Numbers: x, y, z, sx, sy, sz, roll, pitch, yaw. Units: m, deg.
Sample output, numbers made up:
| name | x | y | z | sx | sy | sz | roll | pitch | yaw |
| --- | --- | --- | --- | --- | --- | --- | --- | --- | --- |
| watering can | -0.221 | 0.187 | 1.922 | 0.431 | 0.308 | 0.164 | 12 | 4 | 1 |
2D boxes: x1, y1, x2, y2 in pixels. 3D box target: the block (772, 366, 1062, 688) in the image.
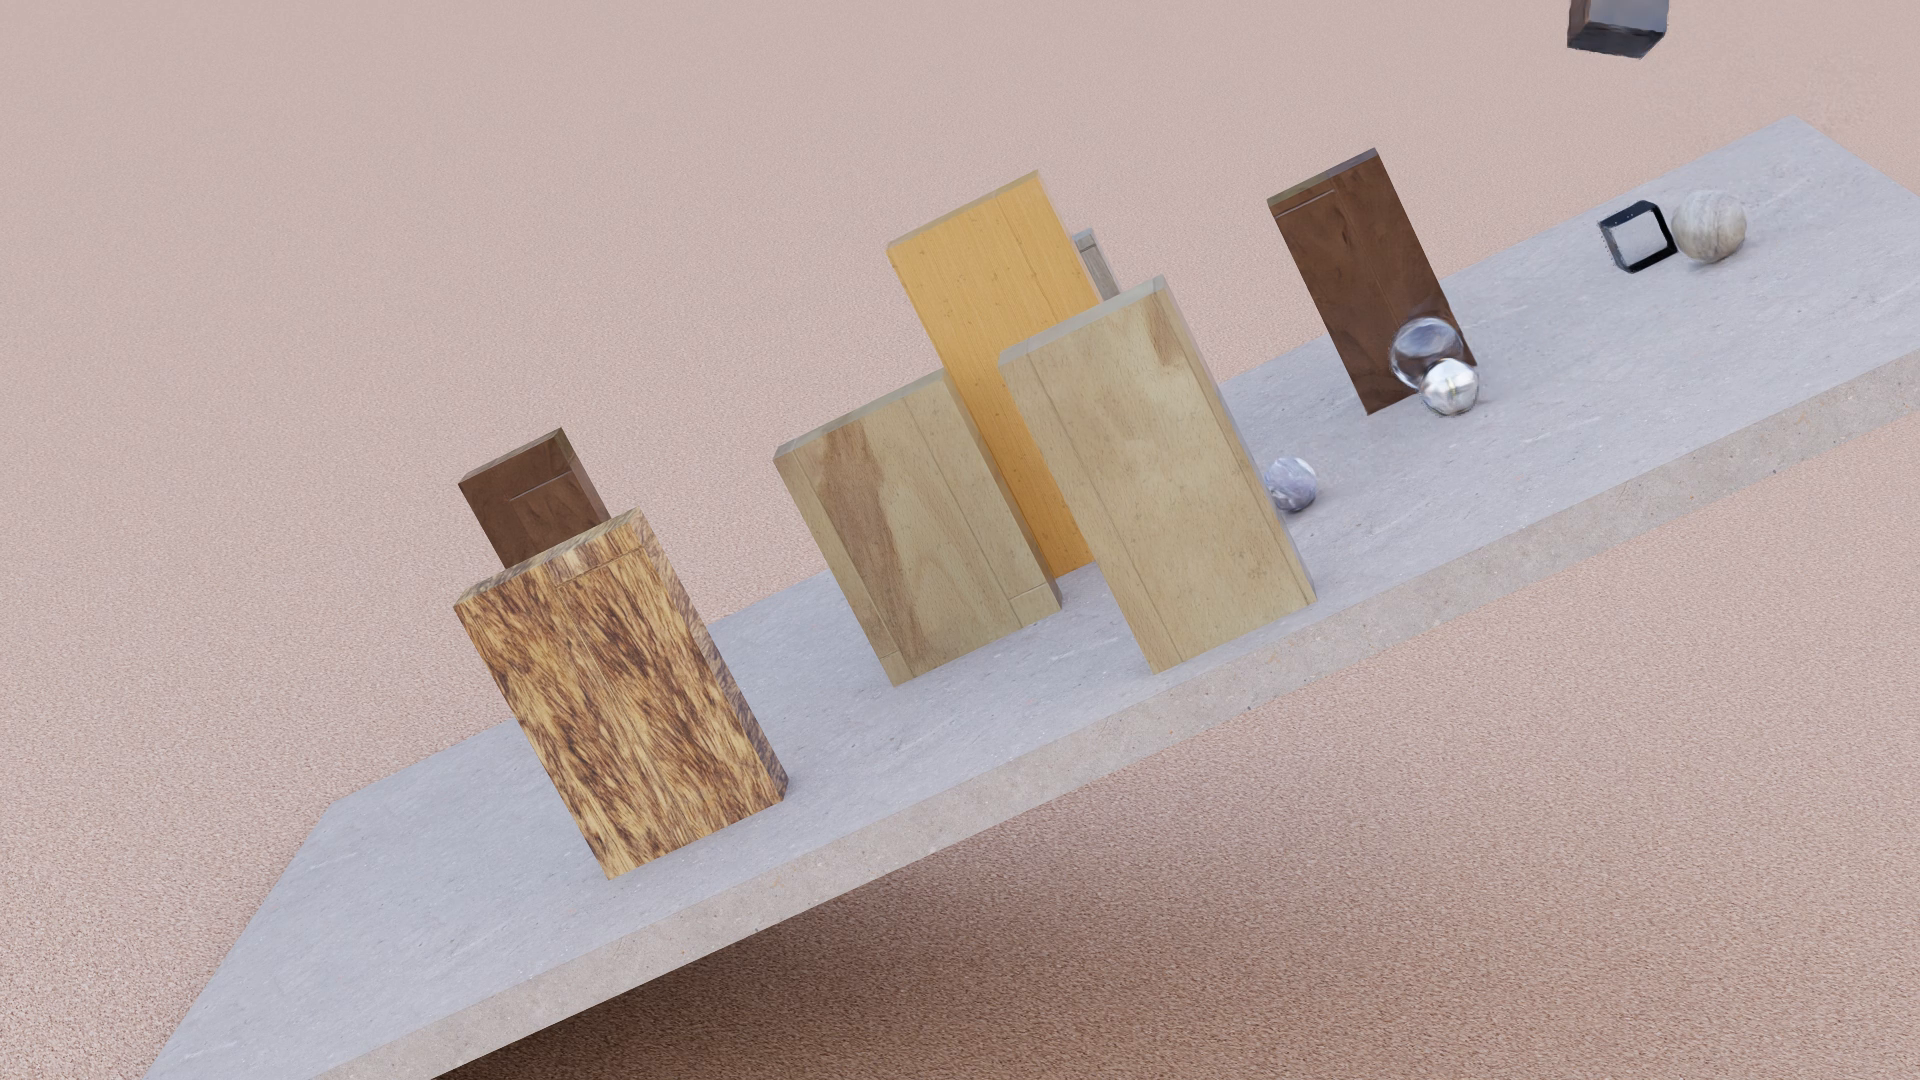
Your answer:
| name | x | y | z | sx | sy | sz | roll | pitch | yaw |
| --- | --- | --- | --- | --- | --- | --- | --- | --- | --- |
| block | -0.084 | -0.025 | 6.045 | 0.387 | 0.542 | 0.108 | -25 | 14 | 10 |

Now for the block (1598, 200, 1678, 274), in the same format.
| name | x | y | z | sx | sy | sz | roll | pitch | yaw |
| --- | --- | --- | --- | --- | --- | --- | --- | --- | --- |
| block | 1.456 | -0.651 | 6.319 | 0.110 | 0.110 | 0.110 | -27 | 14 | 3 |

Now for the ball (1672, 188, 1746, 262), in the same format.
| name | x | y | z | sx | sy | sz | roll | pitch | yaw |
| --- | --- | --- | --- | --- | --- | --- | --- | --- | --- |
| ball | 1.542 | -0.648 | 6.055 | 0.150 | 0.150 | 0.150 | 0 | 17 | 0 |

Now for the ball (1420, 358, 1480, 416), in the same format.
| name | x | y | z | sx | sy | sz | roll | pitch | yaw |
| --- | --- | --- | --- | --- | --- | --- | --- | --- | --- |
| ball | 0.988 | -0.309 | 5.939 | 0.119 | 0.119 | 0.119 | 0 | 17 | 0 |

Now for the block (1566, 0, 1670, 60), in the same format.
| name | x | y | z | sx | sy | sz | roll | pitch | yaw |
| --- | --- | --- | --- | --- | --- | --- | --- | --- | --- |
| block | 1.398 | -1.138 | 6.240 | 0.166 | 0.166 | 0.166 | 8 | -11 | -3 |

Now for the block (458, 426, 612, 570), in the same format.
| name | x | y | z | sx | sy | sz | roll | pitch | yaw |
| --- | --- | --- | --- | --- | --- | --- | --- | --- | --- |
| block | -0.953 | 0.064 | 7.215 | 0.269 | 0.625 | 0.099 | -25 | 14 | 10 |

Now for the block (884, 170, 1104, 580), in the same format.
| name | x | y | z | sx | sy | sz | roll | pitch | yaw |
| --- | --- | --- | --- | --- | --- | --- | --- | --- | --- |
| block | 0.181 | -0.344 | 6.185 | 0.350 | 0.789 | 0.102 | -25 | 14 | 10 |

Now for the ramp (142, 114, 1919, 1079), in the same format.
| name | x | y | z | sx | sy | sz | roll | pitch | yaw |
| --- | --- | --- | --- | --- | --- | --- | --- | --- | --- |
| ramp | 0.139 | 0.168 | 6.281 | 4.000 | 0.100 | 2.000 | -25 | 14 | 10 |

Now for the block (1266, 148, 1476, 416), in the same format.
| name | x | y | z | sx | sy | sz | roll | pitch | yaw |
| --- | --- | --- | --- | --- | --- | --- | --- | --- | --- |
| block | 0.871 | -0.546 | 6.227 | 0.251 | 0.498 | 0.099 | -25 | 14 | 10 |

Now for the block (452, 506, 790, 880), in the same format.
| name | x | y | z | sx | sy | sz | roll | pitch | yaw |
| --- | --- | --- | --- | --- | --- | --- | --- | --- | --- |
| block | -0.658 | 0.303 | 5.755 | 0.390 | 0.629 | 0.116 | -25 | 14 | 10 |

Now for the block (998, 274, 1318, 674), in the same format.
| name | x | y | z | sx | sy | sz | roll | pitch | yaw |
| --- | --- | --- | --- | --- | --- | --- | --- | --- | --- |
| block | 0.359 | -0.116 | 5.320 | 0.327 | 0.640 | 0.128 | -25 | 14 | 10 |

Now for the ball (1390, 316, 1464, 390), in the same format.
| name | x | y | z | sx | sy | sz | roll | pitch | yaw |
| --- | --- | --- | --- | --- | --- | --- | --- | --- | --- |
| ball | 0.959 | -0.384 | 6.049 | 0.152 | 0.152 | 0.152 | 0 | 17 | 0 |

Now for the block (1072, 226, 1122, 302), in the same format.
| name | x | y | z | sx | sy | sz | roll | pitch | yaw |
| --- | --- | --- | --- | --- | --- | --- | --- | --- | --- |
| block | 0.258 | -0.367 | 6.605 | 0.357 | 0.564 | 0.086 | -25 | 14 | 10 |

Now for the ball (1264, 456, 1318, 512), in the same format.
| name | x | y | z | sx | sy | sz | roll | pitch | yaw |
| --- | --- | --- | --- | --- | --- | --- | --- | --- | --- |
| ball | 0.658 | -0.111 | 5.865 | 0.108 | 0.108 | 0.108 | 0 | 17 | 0 |
